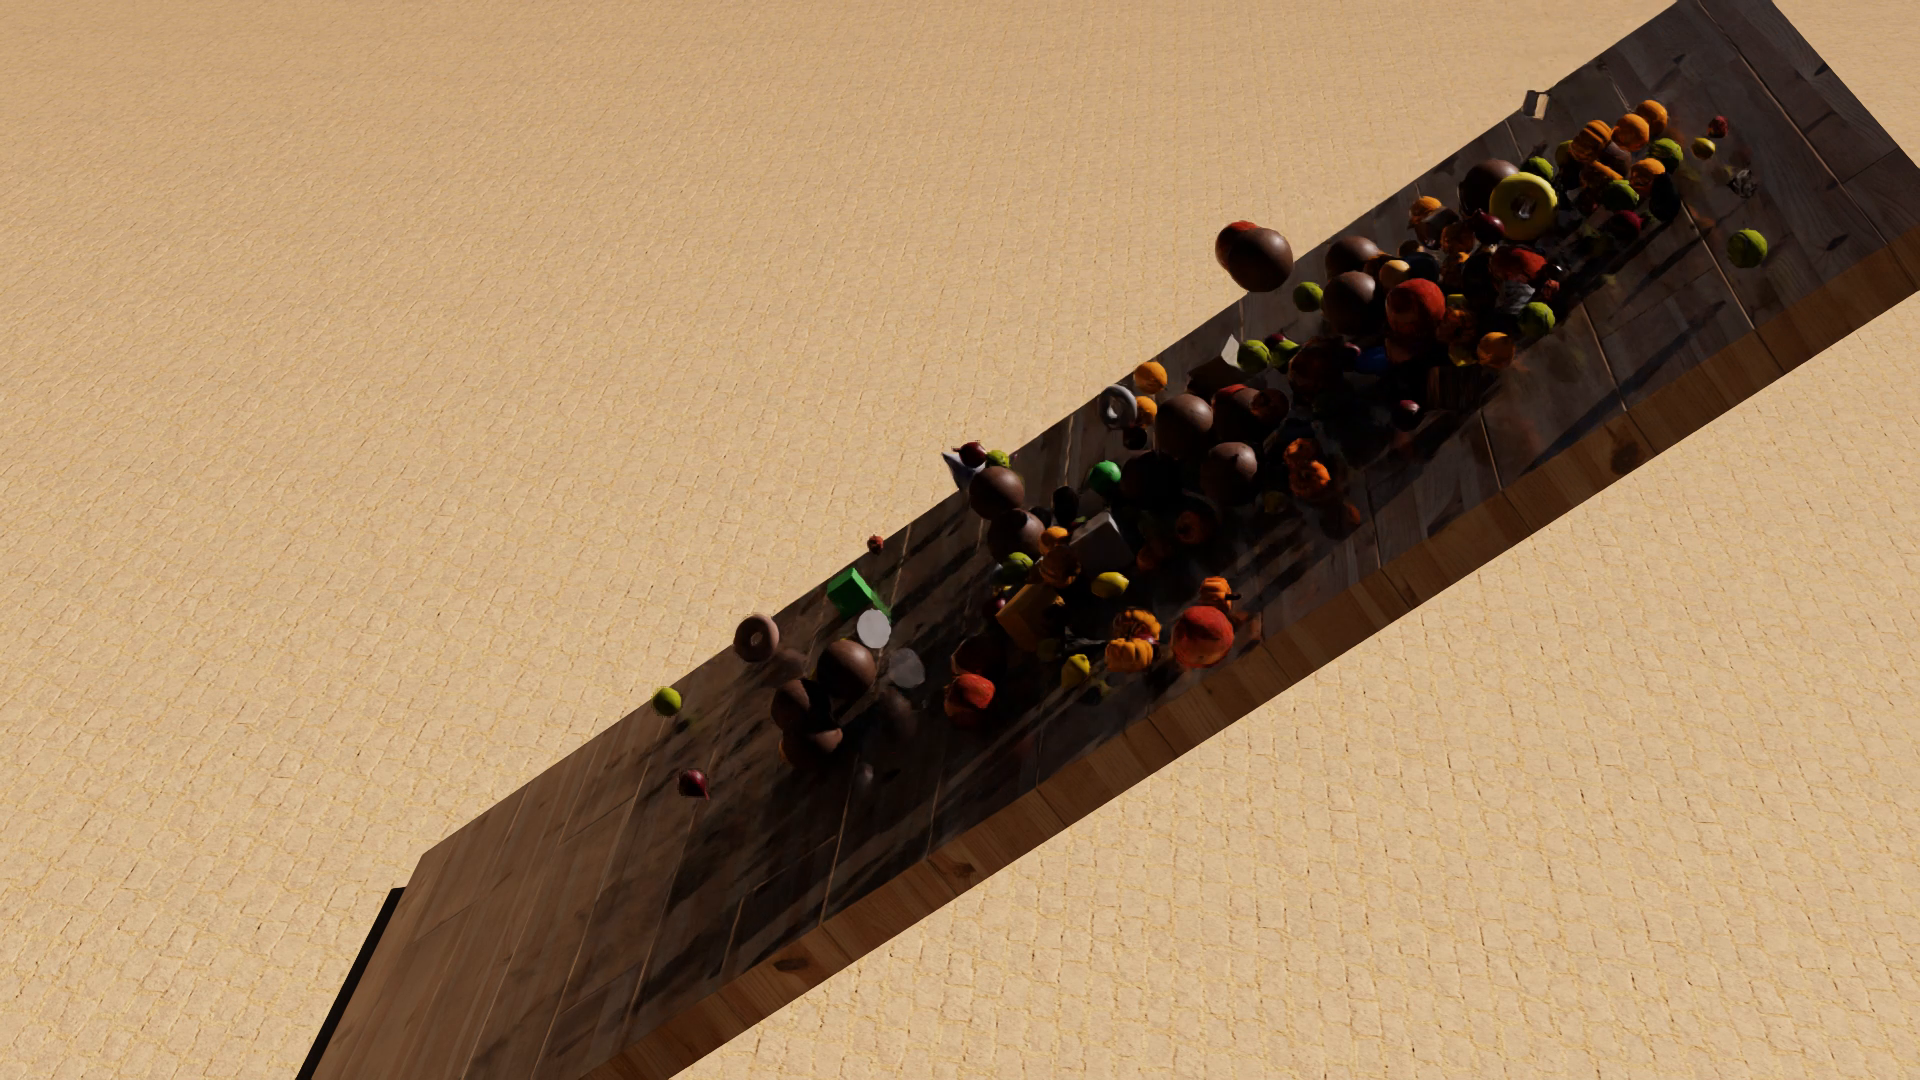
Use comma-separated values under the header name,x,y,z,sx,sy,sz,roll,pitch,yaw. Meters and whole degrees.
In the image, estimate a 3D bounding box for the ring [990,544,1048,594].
name,x,y,z,sx,sy,sz,roll,pitch,yaw
ring,0.126,0.062,6.376,0.144,0.048,0.144,-33,16,11

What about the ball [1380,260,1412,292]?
name,x,y,z,sx,sy,sz,roll,pitch,yaw
ball,0.897,-0.544,6.055,0.068,0.068,0.068,0,22,0

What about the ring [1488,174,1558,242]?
name,x,y,z,sx,sy,sz,roll,pitch,yaw
ring,1.117,-0.660,5.834,0.138,0.138,0.046,1,-5,2

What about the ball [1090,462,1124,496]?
name,x,y,z,sx,sy,sz,roll,pitch,yaw
ball,0.321,-0.134,6.439,0.077,0.077,0.077,0,22,0

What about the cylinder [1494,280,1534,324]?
name,x,y,z,sx,sy,sz,roll,pitch,yaw
cylinder,1.064,-0.456,5.649,0.065,0.065,0.065,17,-9,3

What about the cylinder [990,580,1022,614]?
name,x,y,z,sx,sy,sz,roll,pitch,yaw
cylinder,0.115,0.140,6.123,0.080,0.080,0.080,-38,27,1

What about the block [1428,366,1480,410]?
name,x,y,z,sx,sy,sz,roll,pitch,yaw
block,0.908,-0.280,5.408,0.078,0.078,0.078,-1,1,-6

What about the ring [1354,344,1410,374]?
name,x,y,z,sx,sy,sz,roll,pitch,yaw
ring,0.849,-0.363,5.912,0.116,0.039,0.116,-15,12,3

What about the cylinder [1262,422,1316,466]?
name,x,y,z,sx,sy,sz,roll,pitch,yaw
cylinder,0.649,-0.189,5.800,0.077,0.077,0.077,-12,25,-28

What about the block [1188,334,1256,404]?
name,x,y,z,sx,sy,sz,roll,pitch,yaw
block,0.579,-0.377,6.512,0.094,0.094,0.094,-28,19,34

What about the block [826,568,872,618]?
name,x,y,z,sx,sy,sz,roll,pitch,yaw
block,-0.265,0.126,7.027,0.077,0.077,0.077,-36,16,9

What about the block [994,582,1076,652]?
name,x,y,z,sx,sy,sz,roll,pitch,yaw
block,0.153,0.156,5.958,0.097,0.097,0.097,-46,17,-24

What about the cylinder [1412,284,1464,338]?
name,x,y,z,sx,sy,sz,roll,pitch,yaw
cylinder,0.962,-0.461,5.917,0.077,0.077,0.077,15,48,32

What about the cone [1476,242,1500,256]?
name,x,y,z,sx,sy,sz,roll,pitch,yaw
cone,1.088,-0.574,6.020,0.052,0.052,0.052,-3,55,-8

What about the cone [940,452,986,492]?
name,x,y,z,sx,sy,sz,roll,pitch,yaw
cone,-0.009,-0.180,6.941,0.100,0.100,0.100,36,15,-17

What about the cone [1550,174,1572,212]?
name,x,y,z,sx,sy,sz,roll,pitch,yaw
cone,1.194,-0.700,5.890,0.070,0.070,0.070,2,16,-1

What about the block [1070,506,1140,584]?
name,x,y,z,sx,sy,sz,roll,pitch,yaw
block,0.297,0.009,6.032,0.099,0.099,0.099,-34,11,16

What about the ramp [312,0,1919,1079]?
name,x,y,z,sx,sy,sz,roll,pitch,yaw
ramp,0.130,0.178,6.320,4.000,0.100,2.000,-34,16,16

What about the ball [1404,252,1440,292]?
name,x,y,z,sx,sy,sz,roll,pitch,yaw
ball,0.965,-0.562,6.162,0.082,0.082,0.082,0,22,0

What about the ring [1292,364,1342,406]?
name,x,y,z,sx,sy,sz,roll,pitch,yaw
ring,0.739,-0.321,6.097,0.116,0.039,0.116,-35,14,10

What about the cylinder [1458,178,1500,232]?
name,x,y,z,sx,sy,sz,roll,pitch,yaw
cylinder,1.085,-0.698,6.123,0.091,0.091,0.091,-4,-8,-1

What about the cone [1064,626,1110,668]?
name,x,y,z,sx,sy,sz,roll,pitch,yaw
cone,0.252,0.204,5.714,0.083,0.083,0.083,-5,21,14

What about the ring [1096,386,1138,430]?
name,x,y,z,sx,sy,sz,roll,pitch,yaw
ring,0.338,-0.284,6.332,0.100,0.100,0.033,16,21,33

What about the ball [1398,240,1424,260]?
name,x,y,z,sx,sy,sz,roll,pitch,yaw
ball,0.965,-0.616,6.297,0.056,0.056,0.056,0,22,0

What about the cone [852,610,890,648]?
name,x,y,z,sx,sy,sz,roll,pitch,yaw
cone,-0.218,0.205,6.616,0.089,0.089,0.089,-18,2,-37

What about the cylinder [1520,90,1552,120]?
name,x,y,z,sx,sy,sz,roll,pitch,yaw
cylinder,1.172,-0.884,5.982,0.052,0.052,0.052,14,7,-2

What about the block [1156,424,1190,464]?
name,x,y,z,sx,sy,sz,roll,pitch,yaw
block,0.440,-0.199,6.085,0.058,0.058,0.058,8,22,-5

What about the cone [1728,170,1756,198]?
name,x,y,z,sx,sy,sz,roll,pitch,yaw
cone,1.436,-0.658,5.442,0.053,0.053,0.053,-10,9,-24

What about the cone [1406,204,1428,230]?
name,x,y,z,sx,sy,sz,roll,pitch,yaw
cone,0.986,-0.689,6.369,0.056,0.056,0.056,-41,36,-12

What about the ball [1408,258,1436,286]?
name,x,y,z,sx,sy,sz,roll,pitch,yaw
ball,0.956,-0.556,6.091,0.059,0.059,0.059,0,22,0

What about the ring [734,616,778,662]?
name,x,y,z,sx,sy,sz,roll,pitch,yaw
ring,-0.498,0.241,7.195,0.122,0.122,0.041,15,-10,32

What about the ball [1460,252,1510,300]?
name,x,y,z,sx,sy,sz,roll,pitch,yaw
ball,1.047,-0.527,5.871,0.097,0.097,0.097,0,22,0
